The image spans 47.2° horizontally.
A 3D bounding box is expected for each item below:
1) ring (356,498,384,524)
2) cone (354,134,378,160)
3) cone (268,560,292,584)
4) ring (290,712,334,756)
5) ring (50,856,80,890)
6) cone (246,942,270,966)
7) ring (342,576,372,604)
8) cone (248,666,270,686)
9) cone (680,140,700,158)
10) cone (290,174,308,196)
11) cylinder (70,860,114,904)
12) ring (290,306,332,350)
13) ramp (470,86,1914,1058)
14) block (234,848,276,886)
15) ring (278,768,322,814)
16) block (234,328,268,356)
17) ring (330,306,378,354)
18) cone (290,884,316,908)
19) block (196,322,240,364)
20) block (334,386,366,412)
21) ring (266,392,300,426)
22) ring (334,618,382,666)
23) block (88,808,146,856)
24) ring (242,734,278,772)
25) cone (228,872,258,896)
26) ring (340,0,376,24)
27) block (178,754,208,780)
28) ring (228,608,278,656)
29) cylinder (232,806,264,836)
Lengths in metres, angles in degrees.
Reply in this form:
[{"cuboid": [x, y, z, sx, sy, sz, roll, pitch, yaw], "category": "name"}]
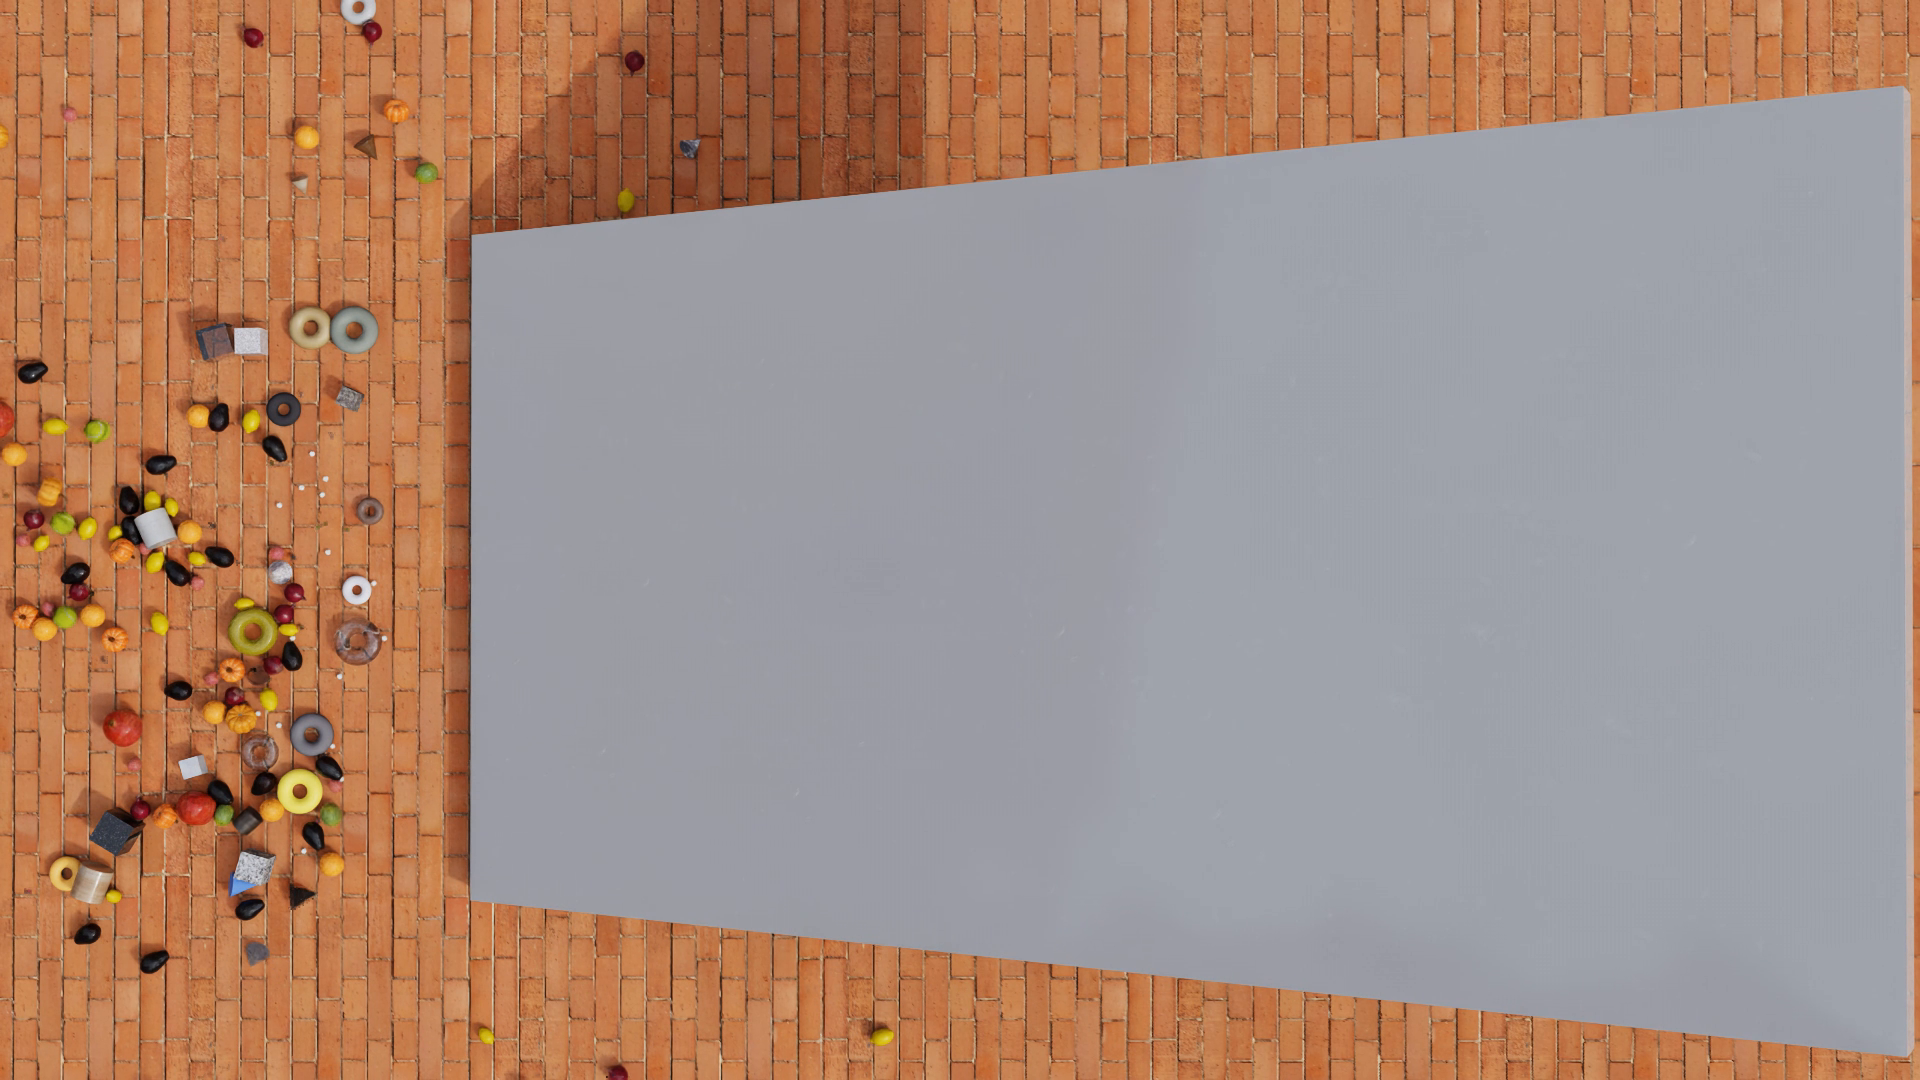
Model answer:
[{"cuboid": [-1.792, -0.087, 6.681, 0.084, 0.028, 0.084, 0, 89, -1], "category": "ring"}, {"cuboid": [-1.793, -1.184, 6.689, 0.072, 0.072, 0.072, -32, 116, 0], "category": "cone"}, {"cuboid": [-2.070, 0.098, 6.656, 0.074, 0.074, 0.074, 0, 89, 0], "category": "cone"}, {"cuboid": [-1.965, 0.590, 6.667, 0.133, 0.044, 0.133, 0, 91, -1], "category": "ring"}, {"cuboid": [-2.708, 1.011, 6.668, 0.105, 0.035, 0.105, 0, 88, -1], "category": "ring"}, {"cuboid": [-2.139, 1.271, 6.667, 0.071, 0.071, 0.071, 32, 117, 0], "category": "cone"}, {"cuboid": [-1.832, 0.152, 6.678, 0.089, 0.030, 0.089, 0, 88, 0], "category": "ring"}, {"cuboid": [-2.130, 0.399, 6.648, 0.066, 0.066, 0.066, 0, 68, 0], "category": "cone"}, {"cuboid": [-0.809, -1.204, 6.691, 0.064, 0.064, 0.064, -41, 90, -27], "category": "cone"}, {"cuboid": [-2.000, -1.073, 6.691, 0.057, 0.057, 0.057, -14, 116, 0], "category": "cone"}, {"cuboid": [-2.619, 1.033, 6.635, 0.099, 0.099, 0.099, 20, 90, 0], "category": "cylinder"}, {"cuboid": [-1.971, -0.644, 6.678, 0.134, 0.045, 0.134, 0, 88, 0], "category": "ring"}, {"cuboid": [0.264, 0.073, 5.610, 4.000, 0.100, 2.000, 0, 89, 31], "category": "ramp"}, {"cuboid": [-2.130, 0.987, 6.644, 0.083, 0.083, 0.083, 17, 89, 0], "category": "block"}, {"cuboid": [-2.001, 0.761, 6.665, 0.137, 0.046, 0.137, 0, 90, -1], "category": "ring"}, {"cuboid": [-2.147, -0.600, 6.662, 0.077, 0.077, 0.077, -1, 89, 0], "category": "block"}, {"cuboid": [-1.839, -0.637, 6.676, 0.147, 0.049, 0.147, 0, 90, -2], "category": "ring"}, {"cuboid": [-1.988, 1.076, 6.667, 0.076, 0.076, 0.076, -4, 89, -27], "category": "cone"}, {"cuboid": [-2.242, -0.596, 6.654, 0.092, 0.092, 0.092, -16, 89, 0], "category": "block"}, {"cuboid": [-1.850, -0.428, 6.669, 0.058, 0.058, 0.058, 25, 90, 0], "category": "block"}, {"cuboid": [-2.054, -0.397, 6.681, 0.104, 0.035, 0.104, 0, 88, -1], "category": "ring"}, {"cuboid": [-1.826, 0.309, 6.667, 0.147, 0.049, 0.147, 0, 88, 1], "category": "ring"}, {"cuboid": [-2.542, 0.880, 6.637, 0.099, 0.099, 0.099, 31, 90, 0], "category": "block"}, {"cuboid": [-2.122, 0.645, 6.670, 0.114, 0.038, 0.114, 0, 91, -1], "category": "ring"}, {"cuboid": [-2.170, 1.045, 6.667, 0.078, 0.078, 0.078, 6, 89, -26], "category": "cone"}, {"cuboid": [-1.831, -1.621, 6.692, 0.109, 0.036, 0.109, 0, 89, 1], "category": "ring"}, {"cuboid": [-2.321, 0.687, 6.659, 0.058, 0.058, 0.058, -17, 89, 0], "category": "block"}, {"cuboid": [-2.142, 0.277, 6.662, 0.148, 0.049, 0.148, 0, 91, -9], "category": "ring"}, {"cuboid": [-2.155, 0.851, 6.655, 0.063, 0.063, 0.063, -43, 90, 0], "category": "cylinder"}]
